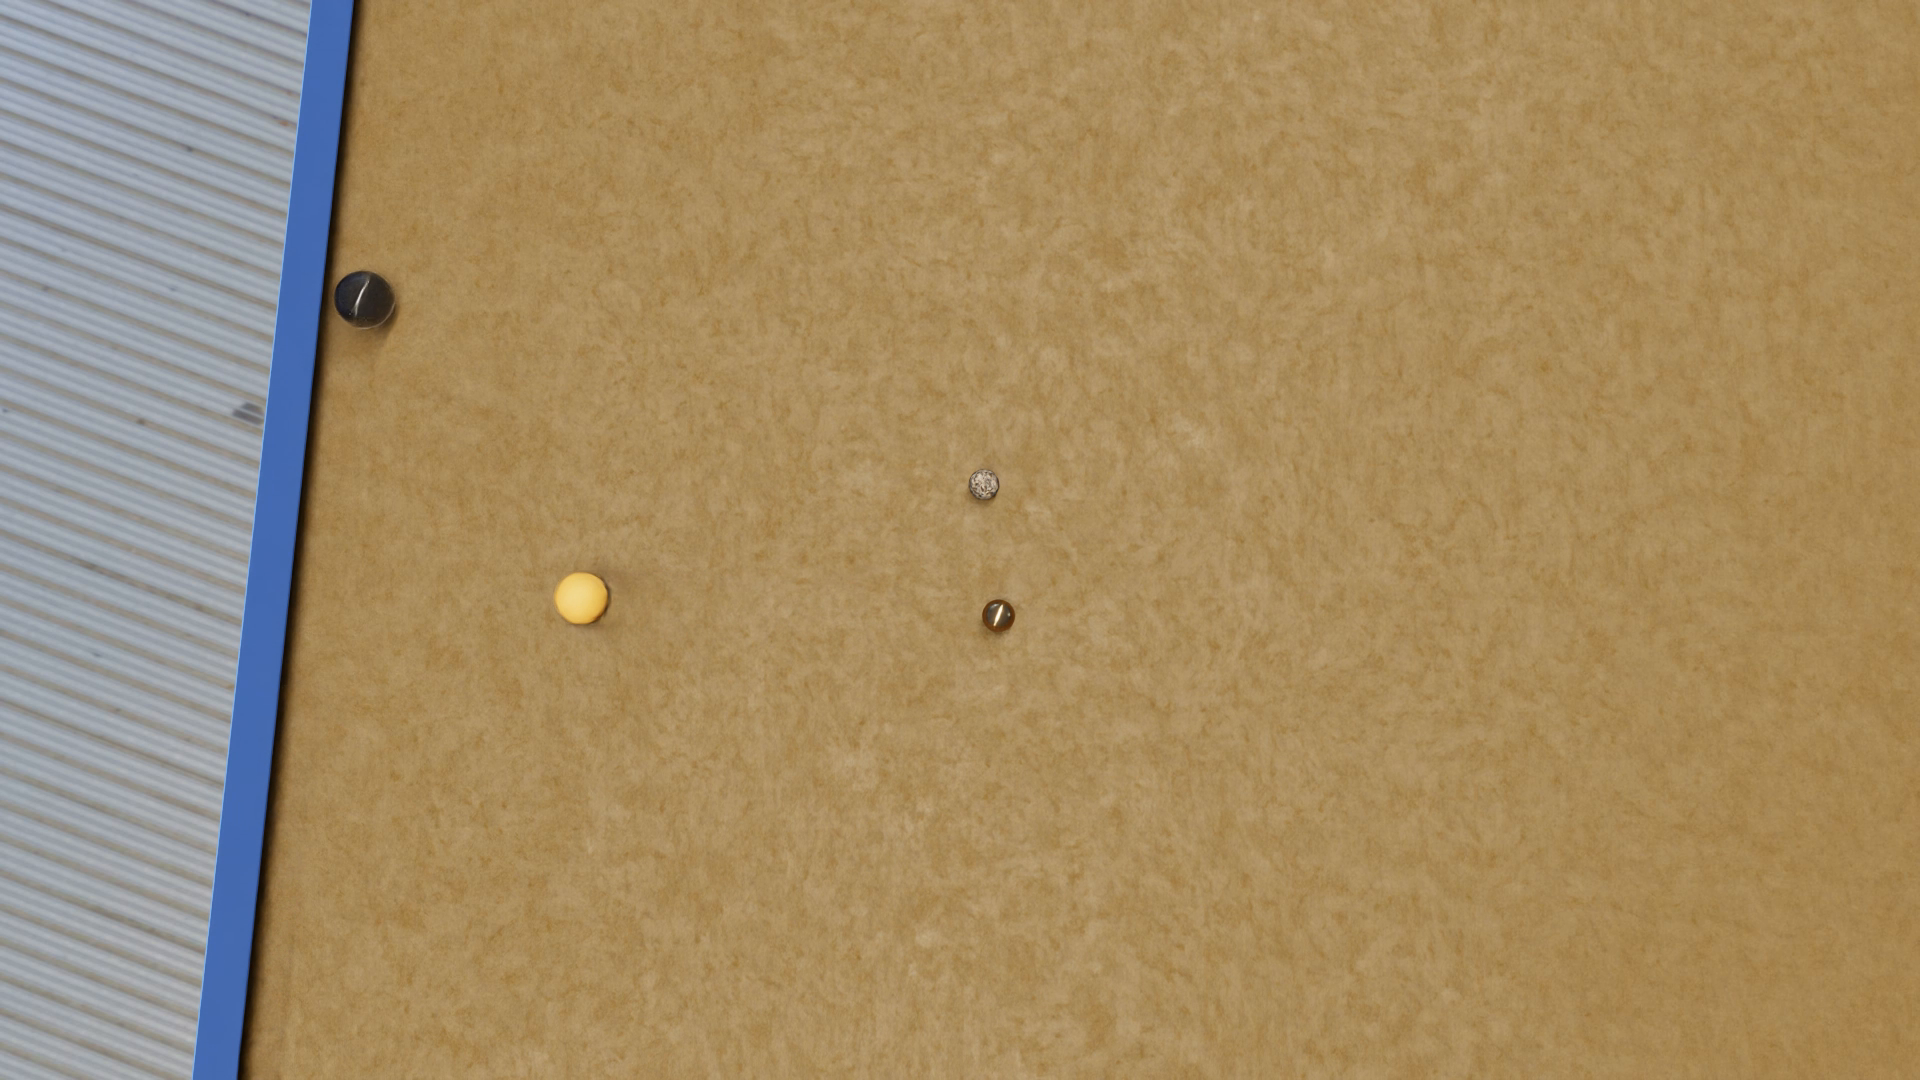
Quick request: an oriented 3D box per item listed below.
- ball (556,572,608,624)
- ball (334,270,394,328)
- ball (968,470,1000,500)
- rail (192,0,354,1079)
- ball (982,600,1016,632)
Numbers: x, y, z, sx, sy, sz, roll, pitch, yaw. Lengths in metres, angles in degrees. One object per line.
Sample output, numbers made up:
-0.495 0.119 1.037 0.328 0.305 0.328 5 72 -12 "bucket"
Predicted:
-0.559 0.086 3.251 0.077 0.077 0.077 0 82 0 "ball"
-0.897 -0.362 3.310 0.088 0.088 0.088 0 82 0 "ball"
0.036 -0.083 3.291 0.046 0.046 0.046 0 82 0 "ball"
-0.999 -0.067 3.253 0.045 0.114 2.162 4 82 1 "rail"
0.057 0.112 3.261 0.049 0.049 0.049 0 82 0 "ball"
